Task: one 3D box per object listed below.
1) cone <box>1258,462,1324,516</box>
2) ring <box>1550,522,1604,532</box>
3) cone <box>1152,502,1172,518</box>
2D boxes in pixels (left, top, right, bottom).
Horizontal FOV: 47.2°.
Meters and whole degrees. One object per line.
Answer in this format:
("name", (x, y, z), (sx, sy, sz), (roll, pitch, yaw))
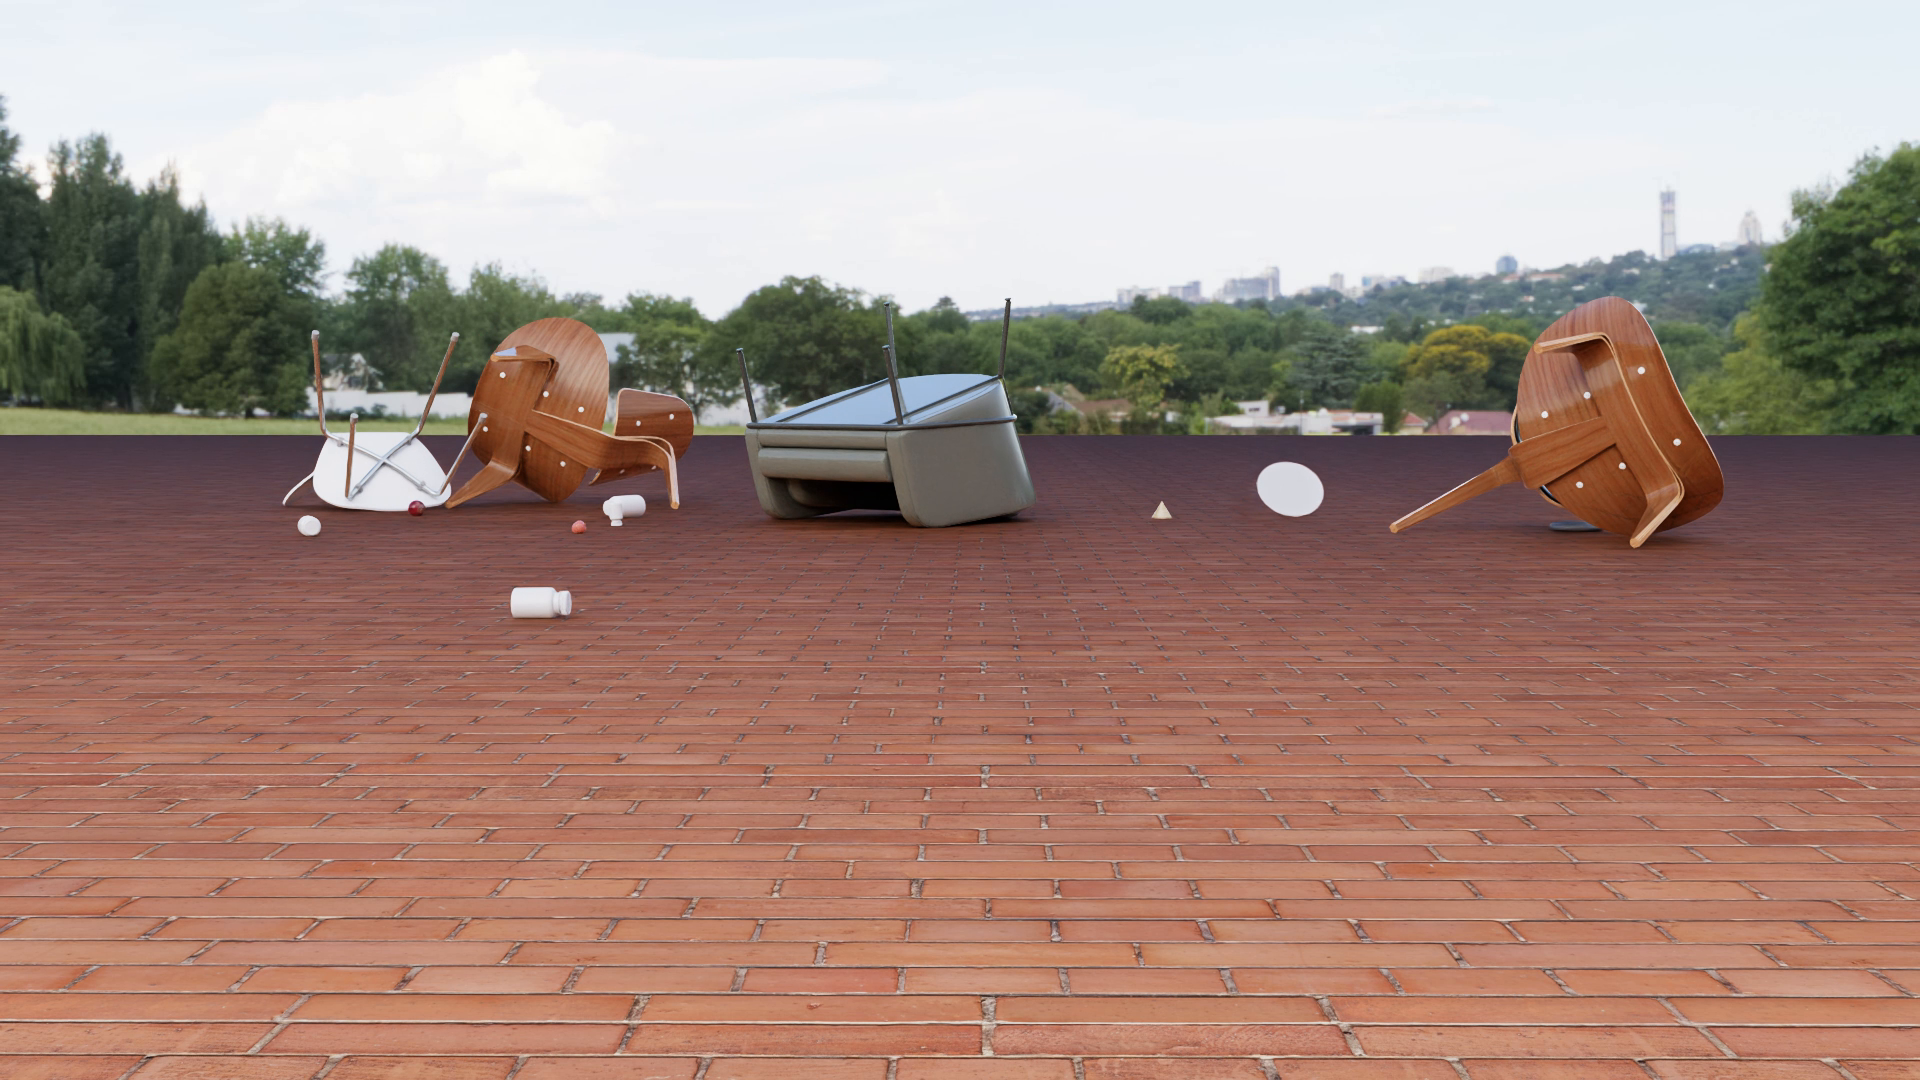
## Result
("cone", (1.190, -0.140, 7.891), (0.252, 0.208, 0.170), (39, -16, 28))
("ring", (1.953, -0.043, 6.959), (0.171, 0.029, 0.130), (1, 5, 2))
("cone", (0.703, -0.106, 7.656), (0.074, 0.060, 0.042), (1, 4, 13))
